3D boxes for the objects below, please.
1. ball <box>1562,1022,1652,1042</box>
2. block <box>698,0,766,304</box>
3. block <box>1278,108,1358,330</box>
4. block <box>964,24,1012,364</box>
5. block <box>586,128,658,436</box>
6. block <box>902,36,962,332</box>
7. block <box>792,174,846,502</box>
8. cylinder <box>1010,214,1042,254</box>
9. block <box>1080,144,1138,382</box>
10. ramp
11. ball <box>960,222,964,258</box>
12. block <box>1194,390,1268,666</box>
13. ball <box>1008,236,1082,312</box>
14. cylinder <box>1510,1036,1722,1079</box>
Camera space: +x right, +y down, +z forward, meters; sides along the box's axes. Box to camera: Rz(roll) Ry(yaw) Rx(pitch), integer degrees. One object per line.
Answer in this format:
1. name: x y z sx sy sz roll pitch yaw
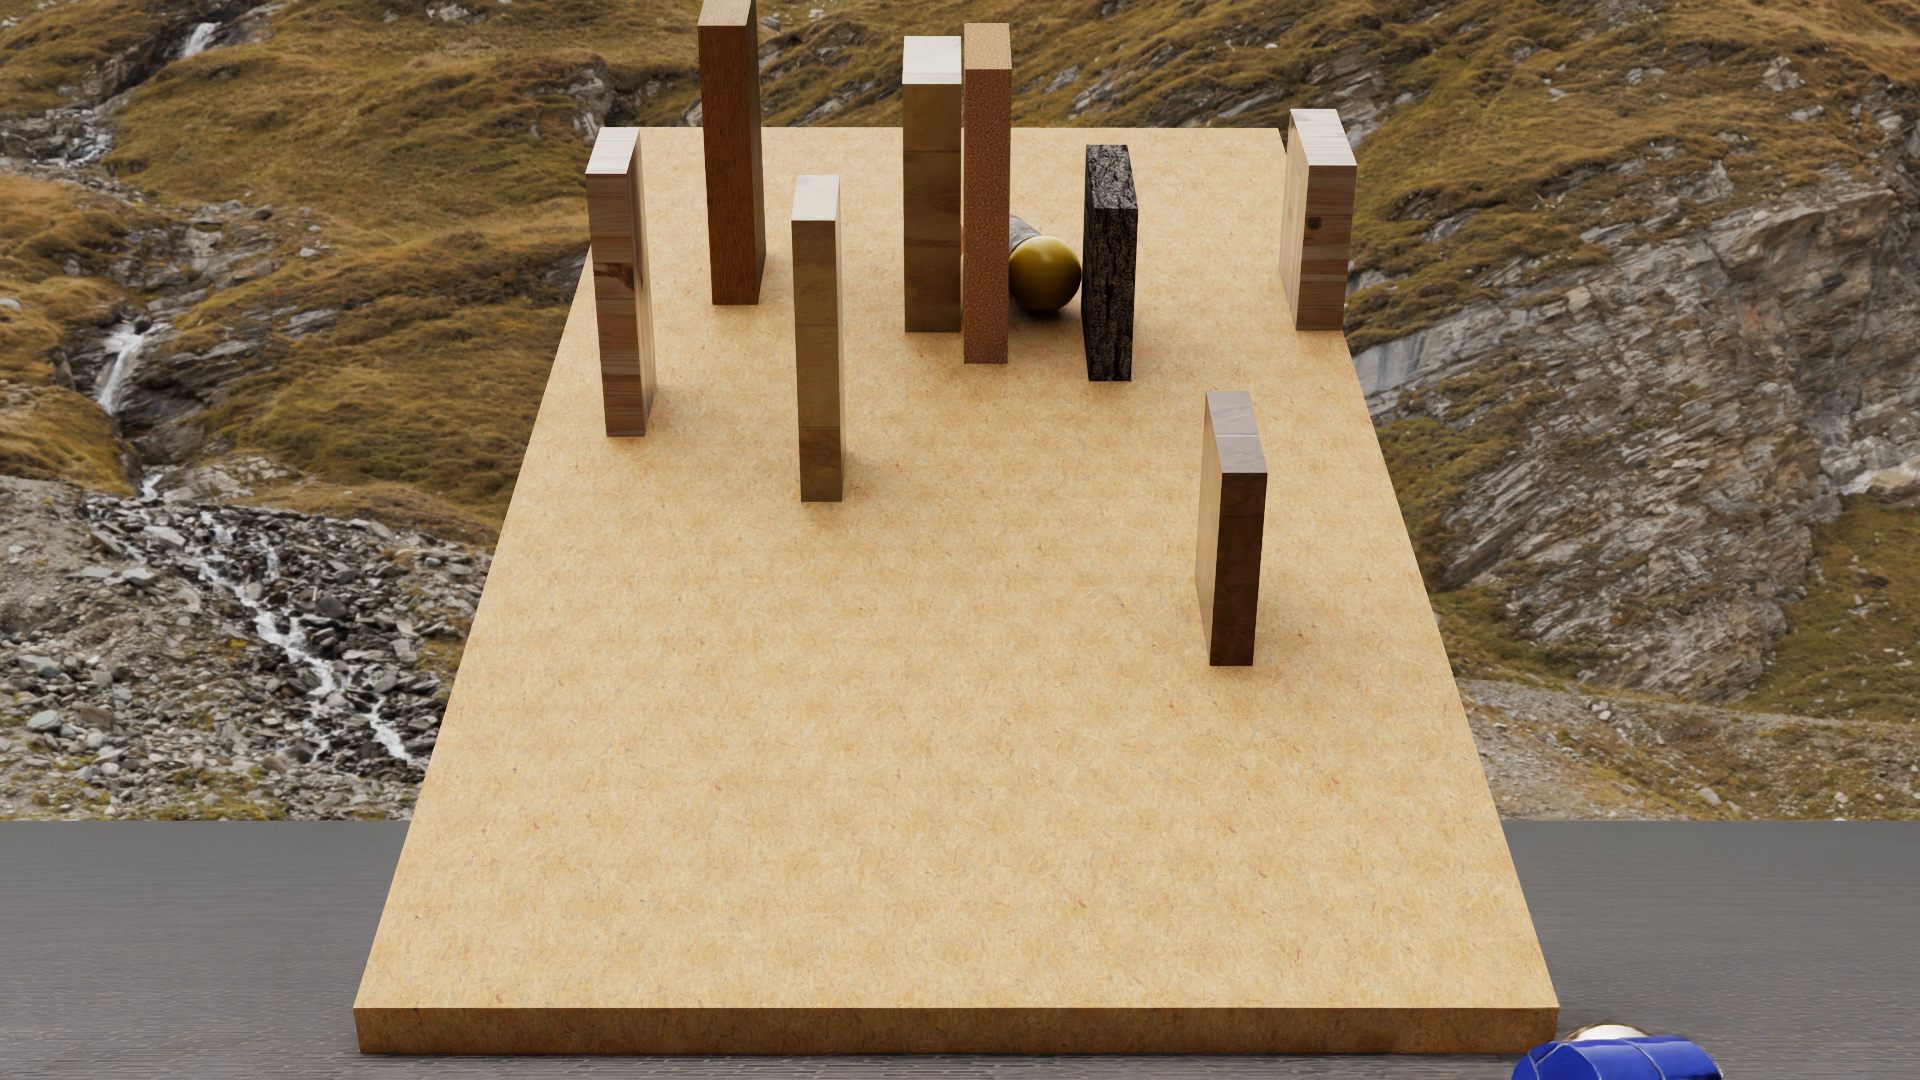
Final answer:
1. ball: 0.754 0.637 2.800 0.159 0.159 0.159 0 -6 0
2. block: -0.589 -1.029 6.315 0.119 0.756 0.343 0 31 0
3. block: 0.922 -0.832 6.290 0.119 0.453 0.388 0 31 0
4. block: 0.065 -0.856 6.016 0.109 0.768 0.328 0 31 0
5. block: -0.789 -0.601 5.684 0.091 0.664 0.280 0 31 0
6. block: -0.070 -0.907 6.200 0.143 0.667 0.346 0 31 0
7. block: -0.312 -0.445 5.404 0.093 0.685 0.252 0 31 0
8. cylinder: 0.151 -0.761 6.450 0.162 0.162 0.162 4 25 -33
9. block: 0.369 -0.694 6.048 0.104 0.459 0.409 0 31 0
10. ramp: -0.014 -0.203 5.767 2.000 0.100 4.000 0 31 0
11. ball: -0.054 -0.810 6.545 0.148 0.148 0.148 0 -6 0
12. block: 0.548 -0.026 4.936 0.088 0.447 0.344 0 31 0
13. ball: 0.217 -0.690 6.296 0.199 0.199 0.199 0 -6 0
14. cylinder: 0.690 0.607 2.547 0.163 0.163 0.163 3 -7 -28
